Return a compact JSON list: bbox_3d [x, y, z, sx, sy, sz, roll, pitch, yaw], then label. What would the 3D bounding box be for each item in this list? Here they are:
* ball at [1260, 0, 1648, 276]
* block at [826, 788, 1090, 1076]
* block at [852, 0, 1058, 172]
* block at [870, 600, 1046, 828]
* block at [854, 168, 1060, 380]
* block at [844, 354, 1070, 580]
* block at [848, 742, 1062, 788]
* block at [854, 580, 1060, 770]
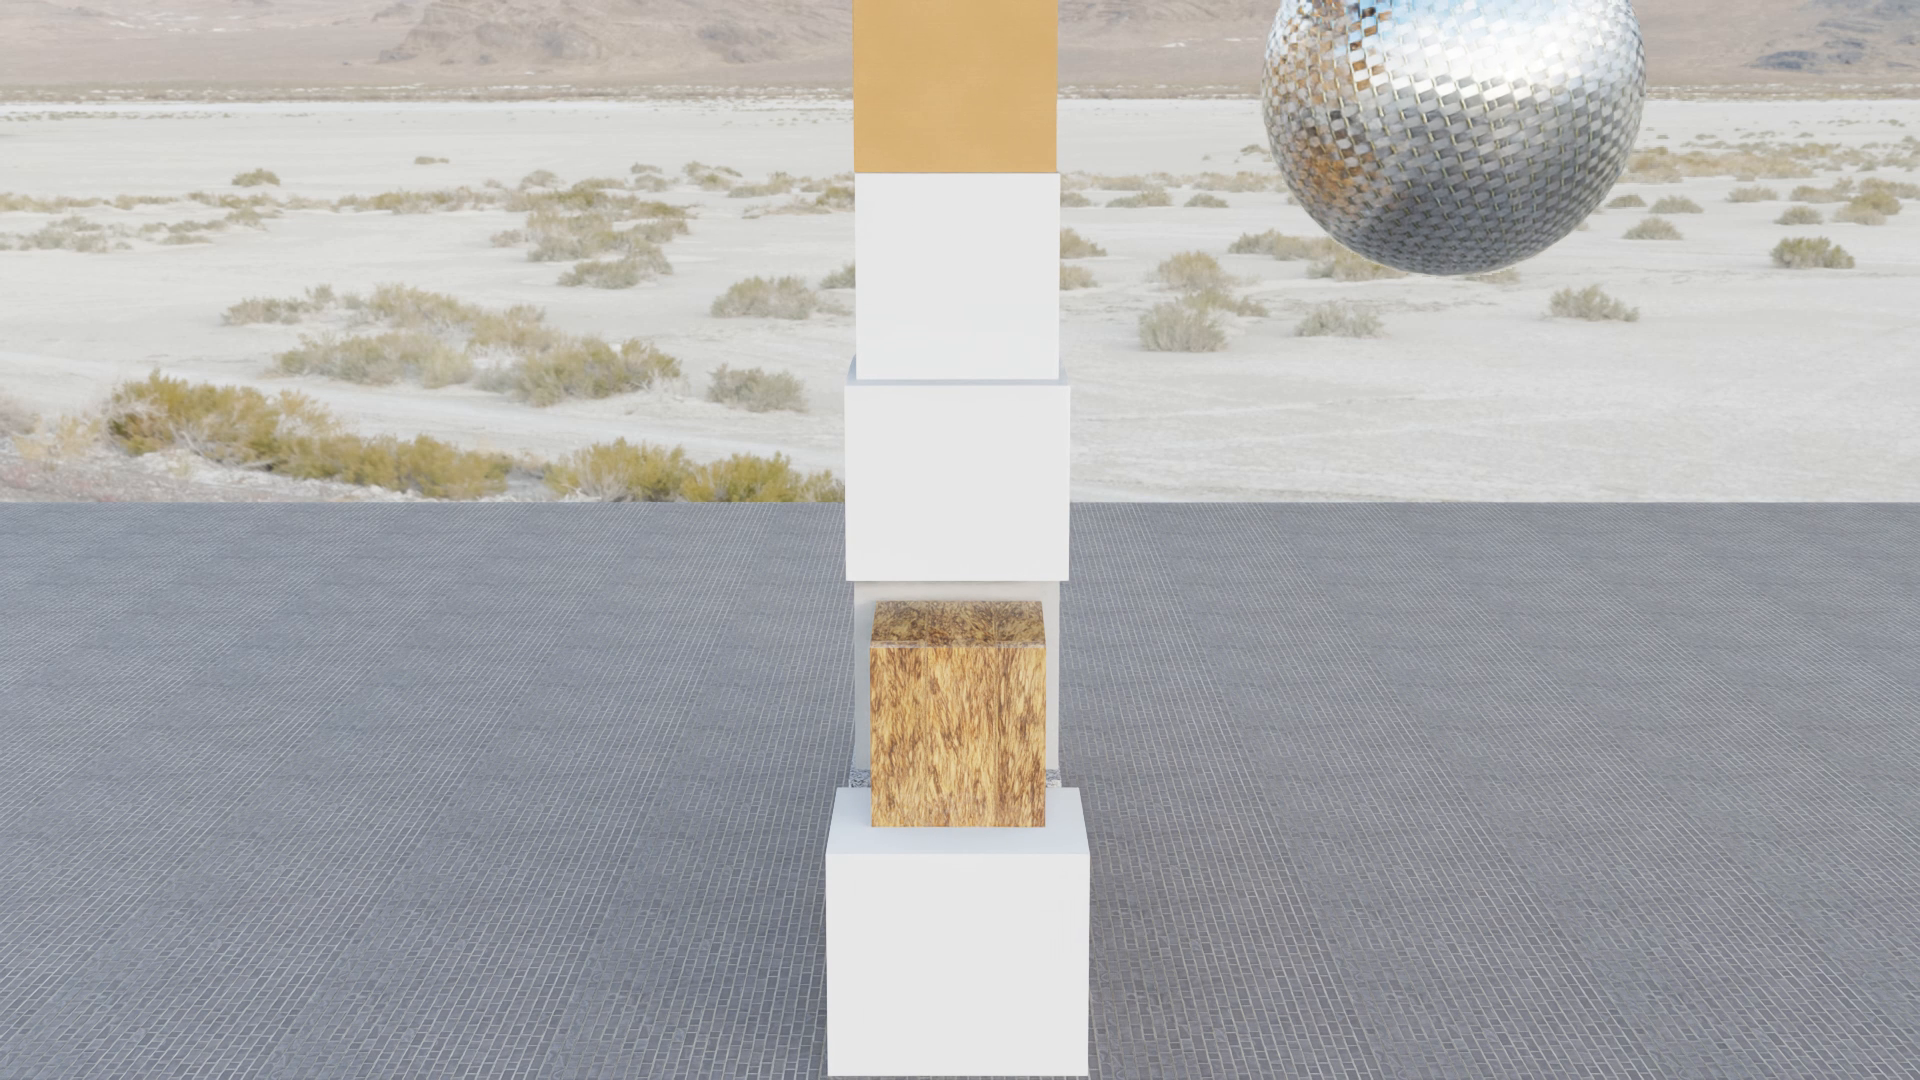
[{"bbox_3d":[2.074,-1.917,10.832,1.600,1.600,1.600,0,10,0],"label":"ball"},{"bbox_3d":[-0.008,1.423,9.453,0.923,0.817,0.851,0,10,0],"label":"block"},{"bbox_3d":[-0.018,-1.820,9.855,0.752,0.754,0.824,0,12,0],"label":"block"},{"bbox_3d":[-0.005,0.635,9.534,0.629,0.672,0.674,0,13,0],"label":"block"},{"bbox_3d":[-0.010,-1.052,9.882,0.755,0.761,0.762,0,12,0],"label":"block"},{"bbox_3d":[-0.010,-0.295,9.916,0.830,0.733,0.861,0,12,0],"label":"block"},{"bbox_3d":[-0.019,1.265,10.252,0.812,0.843,0.759,0,10,0],"label":"block"},{"bbox_3d":[-0.013,0.426,10.265,0.787,0.802,0.774,0,10,0],"label":"block"}]
